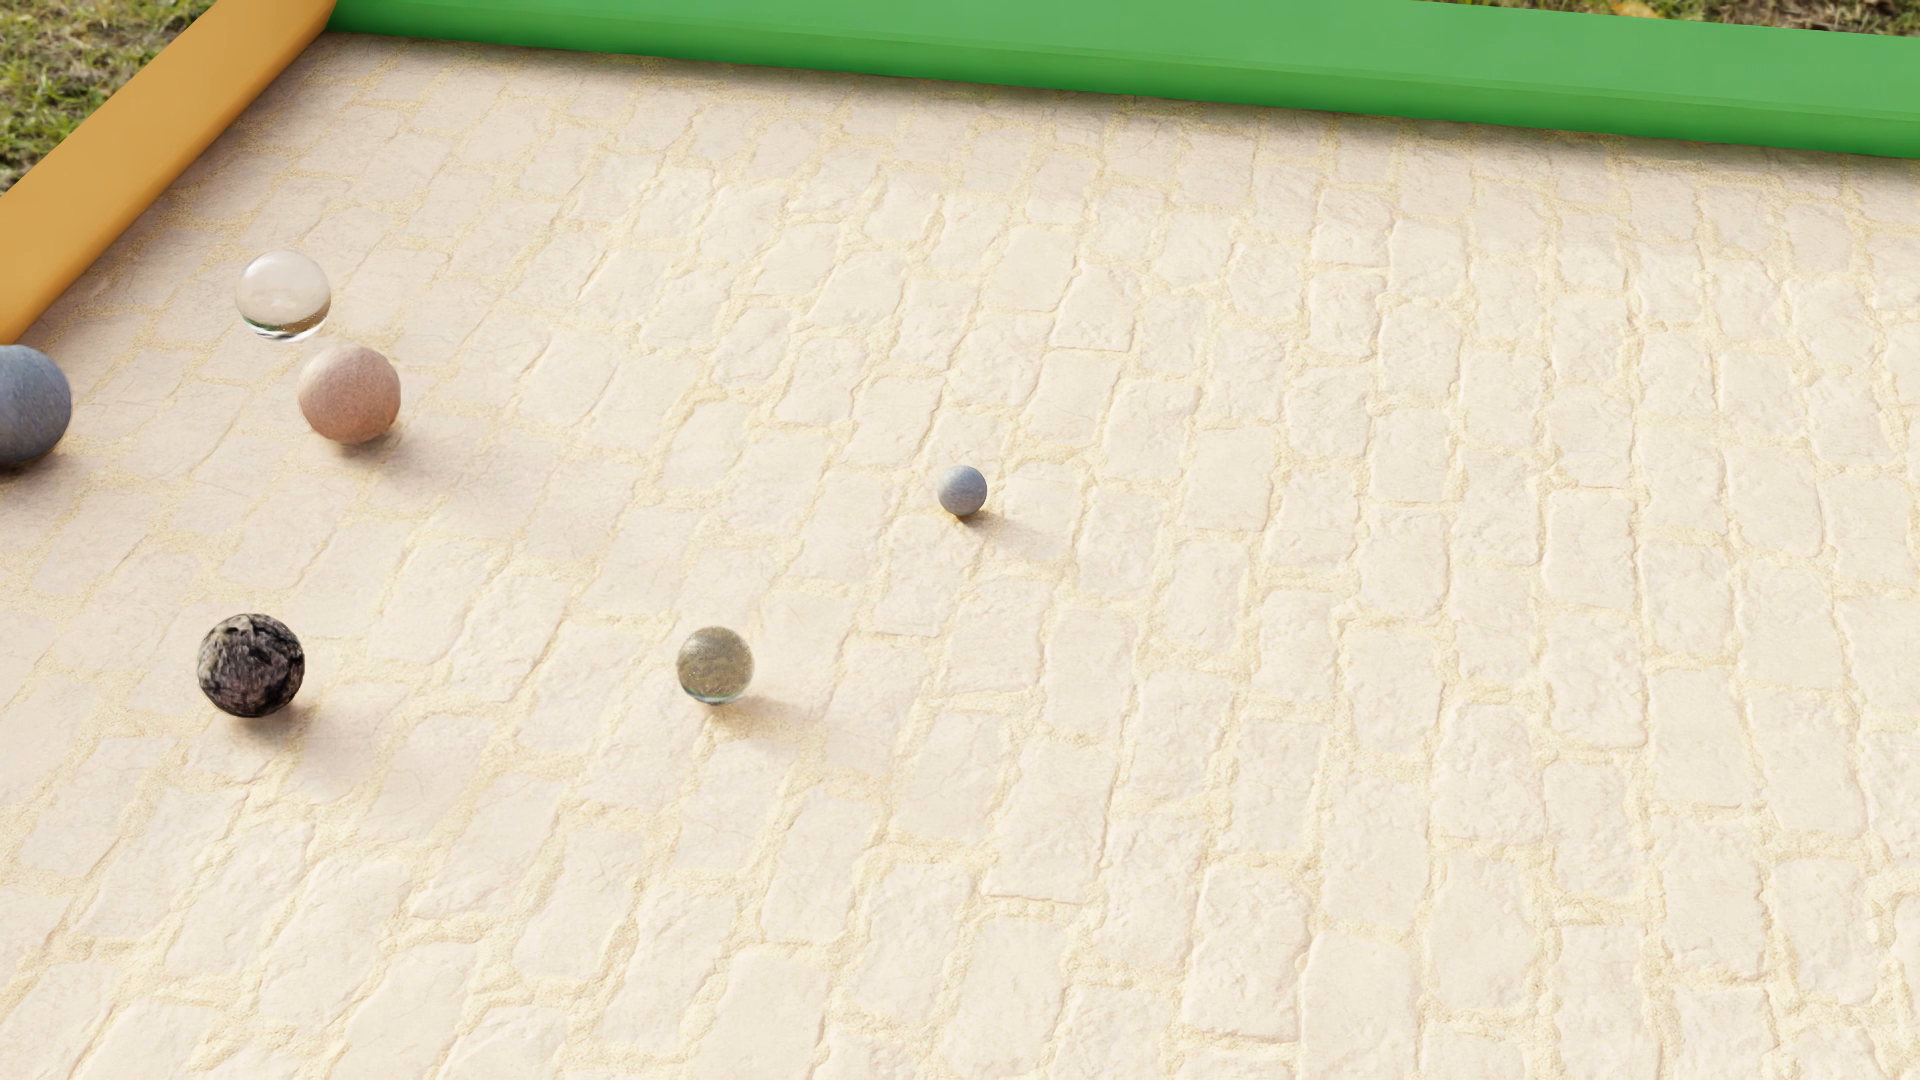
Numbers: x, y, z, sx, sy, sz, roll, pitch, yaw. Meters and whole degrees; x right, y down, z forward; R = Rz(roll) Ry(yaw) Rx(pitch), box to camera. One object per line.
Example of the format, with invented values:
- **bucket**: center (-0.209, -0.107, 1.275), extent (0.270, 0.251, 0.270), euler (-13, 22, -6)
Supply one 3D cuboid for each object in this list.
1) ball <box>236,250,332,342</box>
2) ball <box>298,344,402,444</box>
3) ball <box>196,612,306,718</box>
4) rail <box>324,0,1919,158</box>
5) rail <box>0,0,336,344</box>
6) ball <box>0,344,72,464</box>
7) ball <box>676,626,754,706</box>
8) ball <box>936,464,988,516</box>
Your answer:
- **ball**: center (-0.589, -0.212, 2.233), extent (0.081, 0.081, 0.081), euler (0, 34, 0)
- **ball**: center (-0.498, -0.119, 2.096), extent (0.082, 0.082, 0.082), euler (0, 34, 0)
- **ball**: center (-0.498, 0.088, 1.801), extent (0.074, 0.074, 0.074), euler (0, 34, 0)
- **rail**: center (1.032, -0.410, 2.481), extent (3.535, 0.124, 0.045), euler (6, 35, 9)
- **rail**: center (-0.844, -0.117, 2.054), extent (0.045, 0.124, 1.778), euler (6, 35, 9)
- **ball**: center (-0.767, -0.110, 2.070), extent (0.096, 0.096, 0.096), euler (0, 34, 0)
- **ball**: center (-0.173, 0.089, 1.815), extent (0.056, 0.056, 0.056), euler (0, 34, 0)
- **ball**: center (0.002, -0.039, 2.016), extent (0.040, 0.040, 0.040), euler (0, 34, 0)
